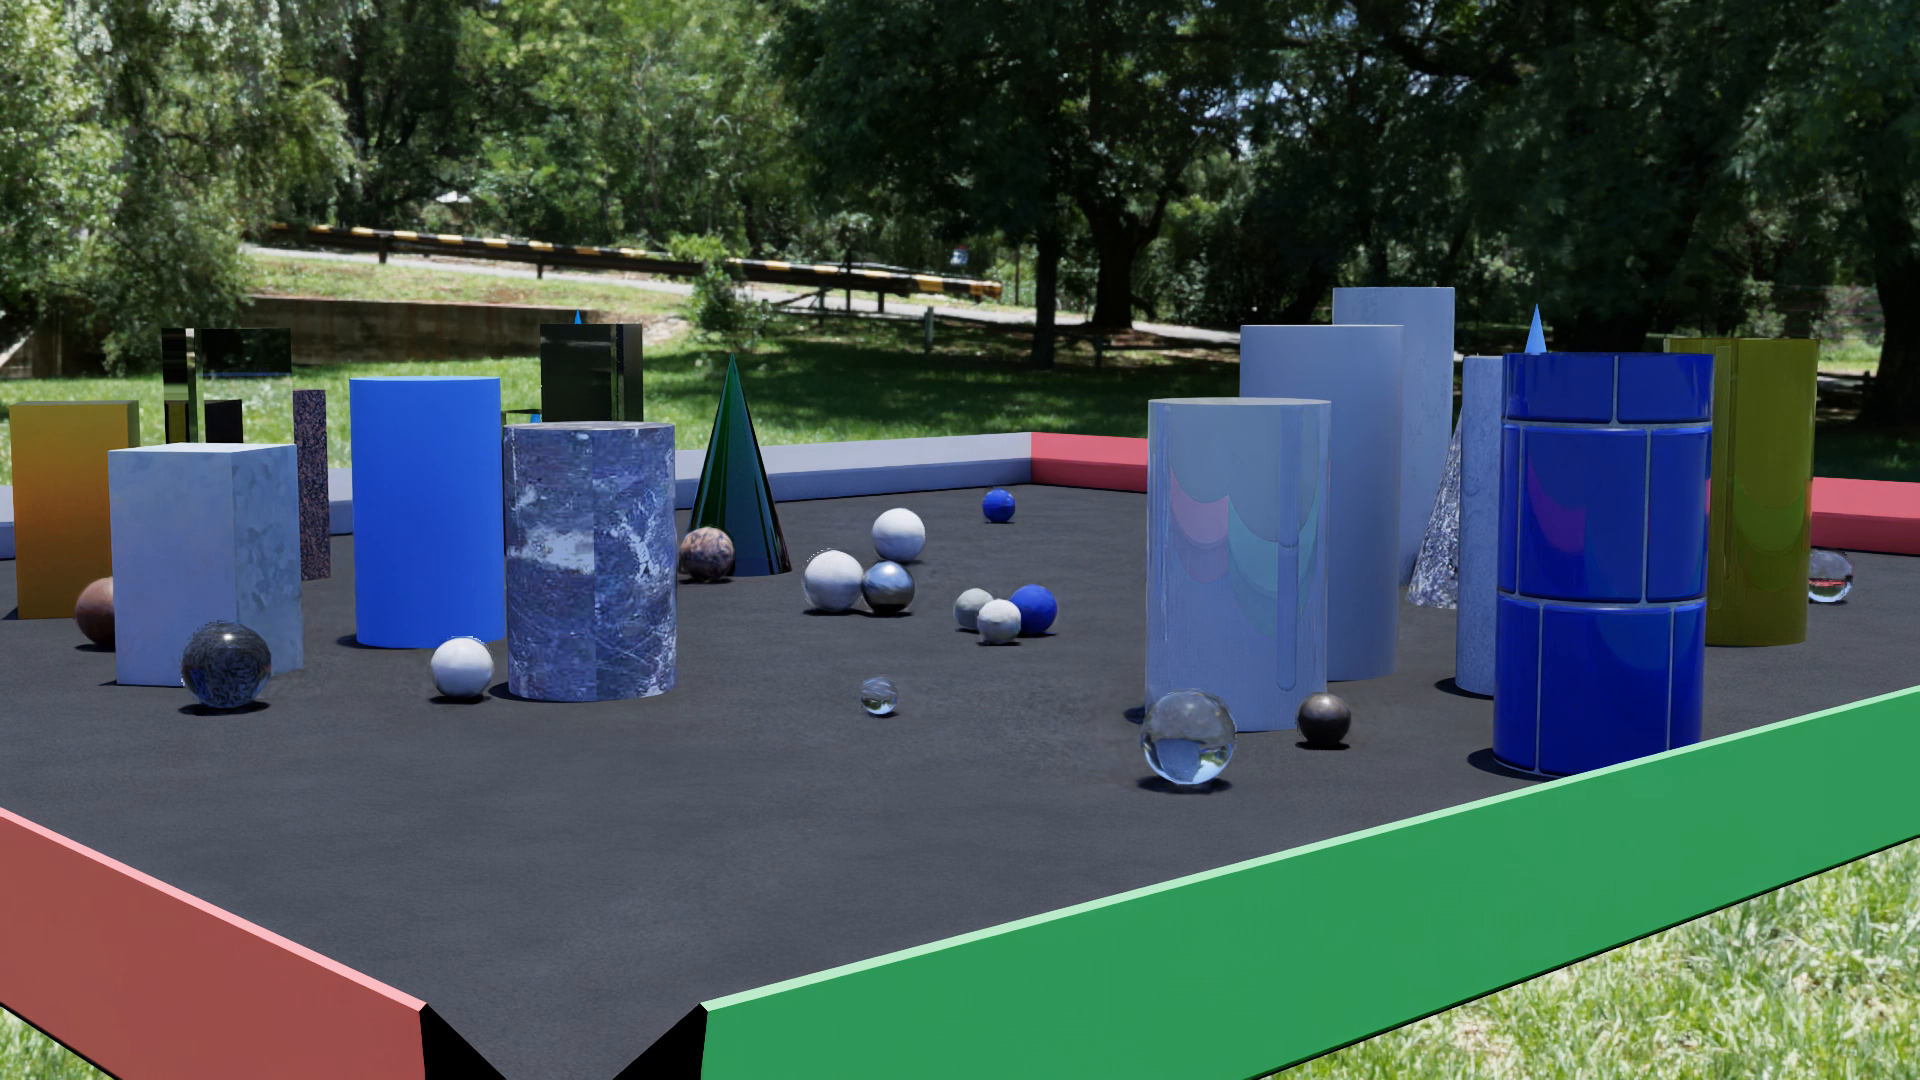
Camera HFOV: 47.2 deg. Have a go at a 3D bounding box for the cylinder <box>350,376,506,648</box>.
[{"bbox_3d":[-0.723,-0.043,2.992,0.199,0.354,0.199,0,6,0],"label":"cylinder"}]

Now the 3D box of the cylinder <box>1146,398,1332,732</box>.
[{"bbox_3d":[0.305,0.021,2.417,0.199,0.347,0.199,0,6,0],"label":"cylinder"}]

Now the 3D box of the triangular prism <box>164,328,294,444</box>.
[{"bbox_3d":[-0.980,-0.077,2.991,0.149,0.421,0.172,-3,7,-30],"label":"triangular prism"}]

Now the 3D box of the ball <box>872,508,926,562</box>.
[{"bbox_3d":[-0.108,-0.008,3.896,0.097,0.097,0.097,0,6,0],"label":"ball"}]

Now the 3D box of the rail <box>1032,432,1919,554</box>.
[{"bbox_3d":[1.281,-0.089,4.507,0.045,0.129,3.281,-5,8,-42],"label":"rail"}]

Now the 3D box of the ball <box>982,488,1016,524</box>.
[{"bbox_3d":[0.082,-0.072,4.629,0.072,0.072,0.072,0,6,0],"label":"ball"}]

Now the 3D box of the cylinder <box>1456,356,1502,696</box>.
[{"bbox_3d":[0.691,-0.020,2.597,0.199,0.390,0.199,0,6,0],"label":"cylinder"}]

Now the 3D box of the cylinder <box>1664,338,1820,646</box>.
[{"bbox_3d":[1.060,-0.071,3.008,0.199,0.407,0.199,0,6,0],"label":"cylinder"}]

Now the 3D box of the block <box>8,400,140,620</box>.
[{"bbox_3d":[-1.306,-0.049,3.265,0.159,0.310,0.159,-2,6,-14],"label":"block"}]

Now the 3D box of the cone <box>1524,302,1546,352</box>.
[{"bbox_3d":[1.056,-0.206,4.050,0.199,0.459,0.199,0,6,0],"label":"cone"}]

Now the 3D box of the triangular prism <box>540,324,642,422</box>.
[{"bbox_3d":[-0.576,-0.146,3.646,0.172,0.423,0.149,4,7,32],"label":"triangular prism"}]

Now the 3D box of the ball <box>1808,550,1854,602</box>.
[{"bbox_3d":[1.328,0.055,3.370,0.081,0.081,0.081,0,6,0],"label":"ball"}]

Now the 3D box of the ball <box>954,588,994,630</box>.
[{"bbox_3d":[0.022,0.097,3.074,0.059,0.059,0.059,0,6,0],"label":"ball"}]

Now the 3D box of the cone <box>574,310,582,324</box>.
[{"bbox_3d":[-0.746,-0.230,4.315,0.199,0.451,0.199,0,6,0],"label":"cone"}]

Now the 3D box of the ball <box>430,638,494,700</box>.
[{"bbox_3d":[-0.572,0.148,2.525,0.071,0.071,0.071,0,6,0],"label":"ball"}]

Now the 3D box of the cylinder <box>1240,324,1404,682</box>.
[{"bbox_3d":[0.446,-0.052,2.730,0.199,0.426,0.199,0,6,0],"label":"cylinder"}]

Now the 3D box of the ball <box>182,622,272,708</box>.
[{"bbox_3d":[-0.824,0.141,2.471,0.097,0.097,0.097,0,6,0],"label":"ball"}]

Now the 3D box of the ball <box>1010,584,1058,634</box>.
[{"bbox_3d":[0.100,0.096,3.037,0.069,0.069,0.069,0,6,0],"label":"ball"}]

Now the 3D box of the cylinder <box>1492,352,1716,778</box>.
[{"bbox_3d":[0.631,0.019,2.162,0.199,0.403,0.199,0,6,0],"label":"cylinder"}]

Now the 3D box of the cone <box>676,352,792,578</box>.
[{"bbox_3d":[-0.388,-0.136,3.769,0.199,0.378,0.199,0,6,0],"label":"cone"}]

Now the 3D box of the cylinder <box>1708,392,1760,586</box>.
[{"bbox_3d":[1.216,-0.088,3.644,0.199,0.309,0.199,0,6,0],"label":"cylinder"}]

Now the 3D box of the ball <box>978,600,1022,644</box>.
[{"bbox_3d":[0.053,0.109,2.950,0.060,0.060,0.060,0,6,0],"label":"ball"}]

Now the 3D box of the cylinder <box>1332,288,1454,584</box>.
[{"bbox_3d":[0.717,-0.177,3.658,0.199,0.482,0.199,0,6,0],"label":"cylinder"}]

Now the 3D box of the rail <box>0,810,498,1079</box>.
[{"bbox_3d":[-1.281,0.156,2.156,0.045,0.129,3.281,-5,8,-42],"label":"rail"}]

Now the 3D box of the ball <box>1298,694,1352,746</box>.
[{"bbox_3d":[0.374,0.184,2.257,0.054,0.054,0.054,0,6,0],"label":"ball"}]

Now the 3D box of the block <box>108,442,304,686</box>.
[{"bbox_3d":[-0.917,0.027,2.682,0.159,0.280,0.159,1,6,11],"label":"block"}]

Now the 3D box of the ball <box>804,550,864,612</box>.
[{"bbox_3d":[-0.187,0.061,3.261,0.091,0.091,0.091,0,6,0],"label":"ball"}]

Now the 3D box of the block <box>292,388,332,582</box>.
[{"bbox_3d":[-1.163,-0.091,3.641,0.159,0.315,0.159,4,7,32],"label":"block"}]

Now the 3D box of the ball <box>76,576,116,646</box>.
[{"bbox_3d":[-1.126,0.095,2.924,0.093,0.093,0.093,0,6,0],"label":"ball"}]

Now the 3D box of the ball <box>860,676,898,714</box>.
[{"bbox_3d":[-0.089,0.172,2.432,0.042,0.042,0.042,0,6,0],"label":"ball"}]

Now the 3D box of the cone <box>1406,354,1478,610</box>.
[{"bbox_3d":[0.787,-0.096,3.362,0.199,0.383,0.199,0,6,0],"label":"cone"}]

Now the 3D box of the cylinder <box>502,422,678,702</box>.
[{"bbox_3d":[-0.435,0.020,2.598,0.199,0.311,0.199,0,6,0],"label":"cylinder"}]

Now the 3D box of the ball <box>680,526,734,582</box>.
[{"bbox_3d":[-0.417,0.023,3.630,0.090,0.090,0.090,0,6,0],"label":"ball"}]

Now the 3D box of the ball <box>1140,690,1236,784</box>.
[{"bbox_3d":[0.215,0.186,2.072,0.090,0.090,0.090,0,6,0],"label":"ball"}]

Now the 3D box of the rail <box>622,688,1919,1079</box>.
[{"bbox_3d":[1.096,0.157,2.150,3.533,0.129,0.045,-5,8,-42],"label":"rail"}]

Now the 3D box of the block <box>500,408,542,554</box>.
[{"bbox_3d":[-0.784,-0.109,4.084,0.159,0.259,0.159,3,7,30],"label":"block"}]

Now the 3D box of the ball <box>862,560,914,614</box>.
[{"bbox_3d":[-0.106,0.070,3.235,0.079,0.079,0.079,0,6,0],"label":"ball"}]

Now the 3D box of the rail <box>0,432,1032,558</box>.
[{"bbox_3d":[-1.096,-0.089,4.514,3.533,0.129,0.045,-5,8,-42],"label":"rail"}]
